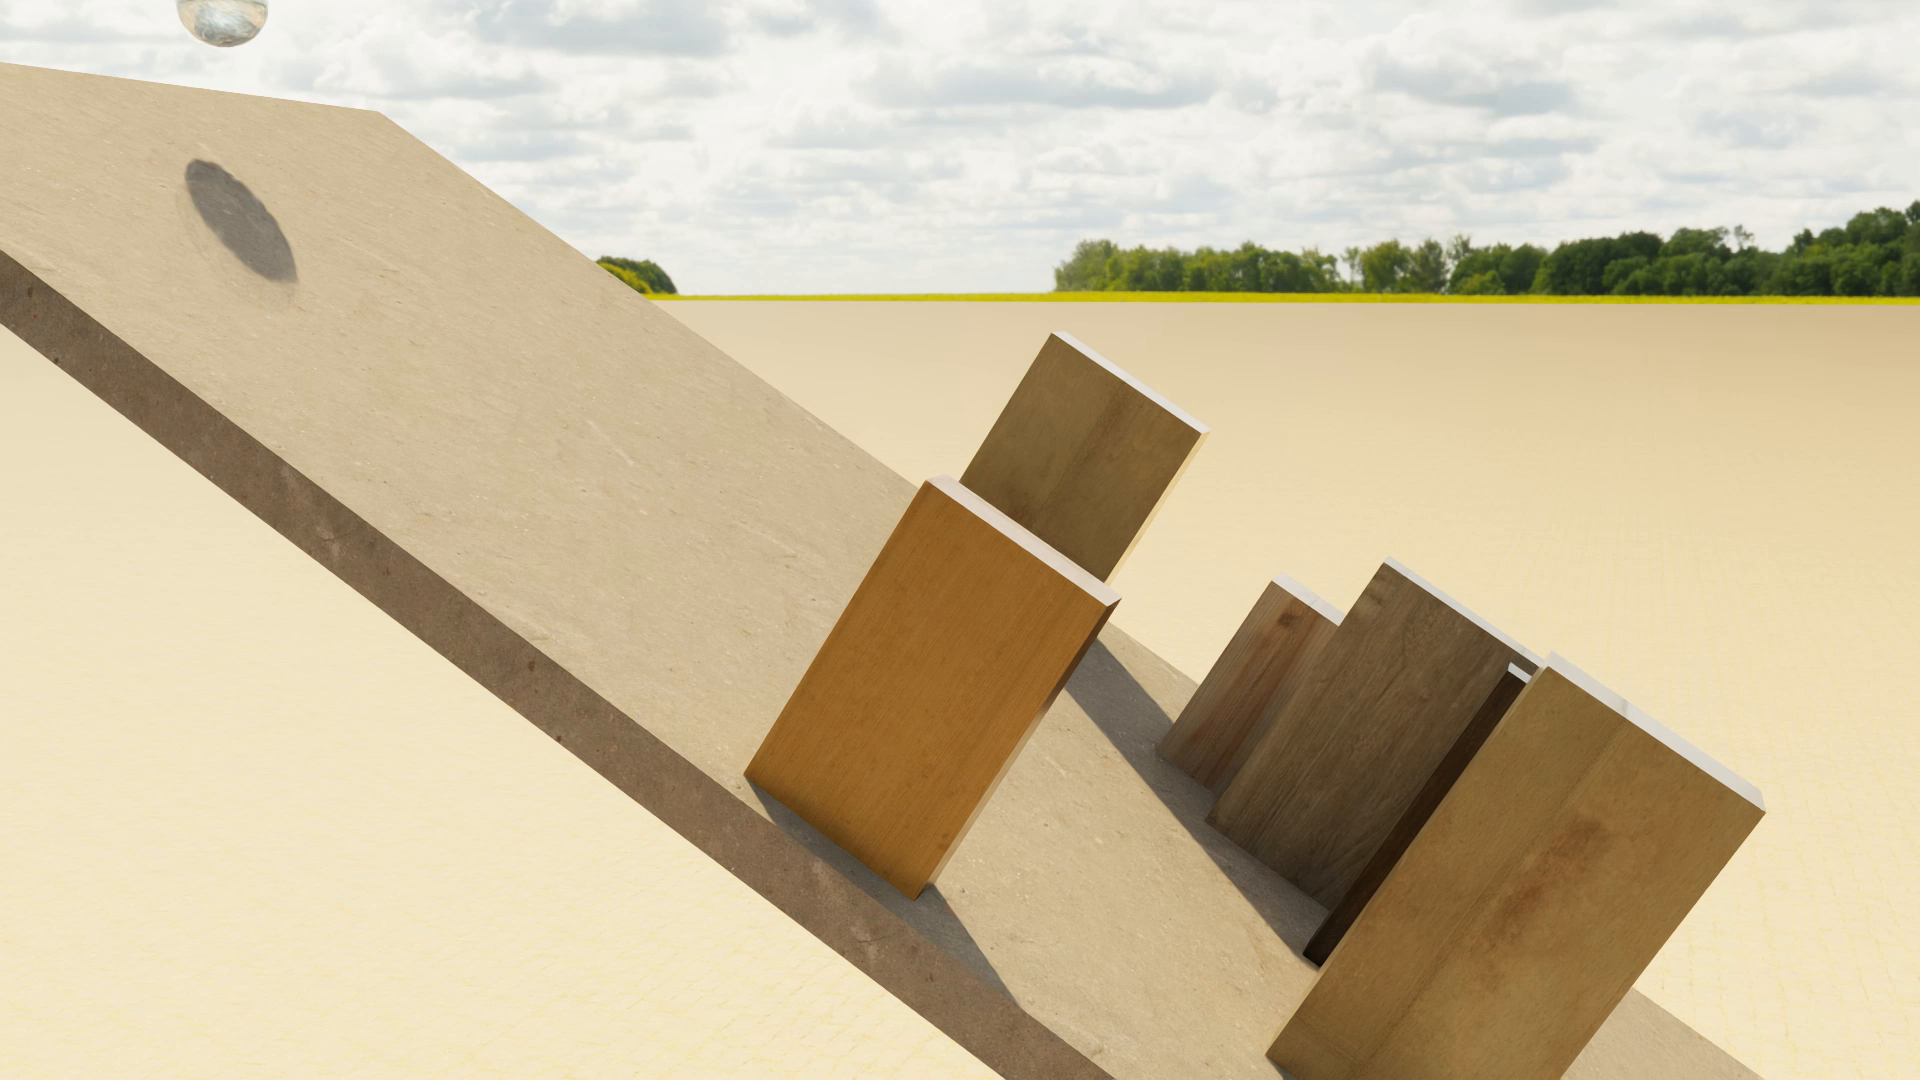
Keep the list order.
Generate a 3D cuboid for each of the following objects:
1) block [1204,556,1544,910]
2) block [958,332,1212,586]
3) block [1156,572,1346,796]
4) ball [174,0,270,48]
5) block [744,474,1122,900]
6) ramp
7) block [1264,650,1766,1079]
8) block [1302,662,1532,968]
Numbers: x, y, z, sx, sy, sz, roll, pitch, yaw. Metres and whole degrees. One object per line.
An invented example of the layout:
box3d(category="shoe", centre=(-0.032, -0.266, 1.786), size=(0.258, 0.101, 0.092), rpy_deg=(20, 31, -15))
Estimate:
box3d(category="block", centre=(0.768, 0.377, 4.086), size=(0.346, 0.601, 0.094), rpy_deg=(35, 15, 10))
box3d(category="block", centre=(0.237, -0.129, 4.793), size=(0.390, 0.518, 0.114), rpy_deg=(35, 15, 10))
box3d(category="block", centre=(0.678, 0.355, 4.331), size=(0.407, 0.418, 0.136), rpy_deg=(35, 15, 10))
box3d(category="ball", centre=(-1.518, -1.108, 4.525), size=(0.185, 0.185, 0.185), rpy_deg=(0, 7, 0))
box3d(category="block", centre=(-0.043, 0.211, 3.149), size=(0.311, 0.520, 0.096), rpy_deg=(35, 15, 10))
box3d(category="ramp", centre=(-0.138, 0.230, 4.105), size=(4.000, 0.100, 2.000), rpy_deg=(35, 15, 10))
box3d(category="block", centre=(0.820, 0.576, 3.288), size=(0.361, 0.739, 0.140), rpy_deg=(35, 15, 10))
box3d(category="block", centre=(0.863, 0.532, 3.754), size=(0.243, 0.615, 0.081), rpy_deg=(35, 15, 10))
